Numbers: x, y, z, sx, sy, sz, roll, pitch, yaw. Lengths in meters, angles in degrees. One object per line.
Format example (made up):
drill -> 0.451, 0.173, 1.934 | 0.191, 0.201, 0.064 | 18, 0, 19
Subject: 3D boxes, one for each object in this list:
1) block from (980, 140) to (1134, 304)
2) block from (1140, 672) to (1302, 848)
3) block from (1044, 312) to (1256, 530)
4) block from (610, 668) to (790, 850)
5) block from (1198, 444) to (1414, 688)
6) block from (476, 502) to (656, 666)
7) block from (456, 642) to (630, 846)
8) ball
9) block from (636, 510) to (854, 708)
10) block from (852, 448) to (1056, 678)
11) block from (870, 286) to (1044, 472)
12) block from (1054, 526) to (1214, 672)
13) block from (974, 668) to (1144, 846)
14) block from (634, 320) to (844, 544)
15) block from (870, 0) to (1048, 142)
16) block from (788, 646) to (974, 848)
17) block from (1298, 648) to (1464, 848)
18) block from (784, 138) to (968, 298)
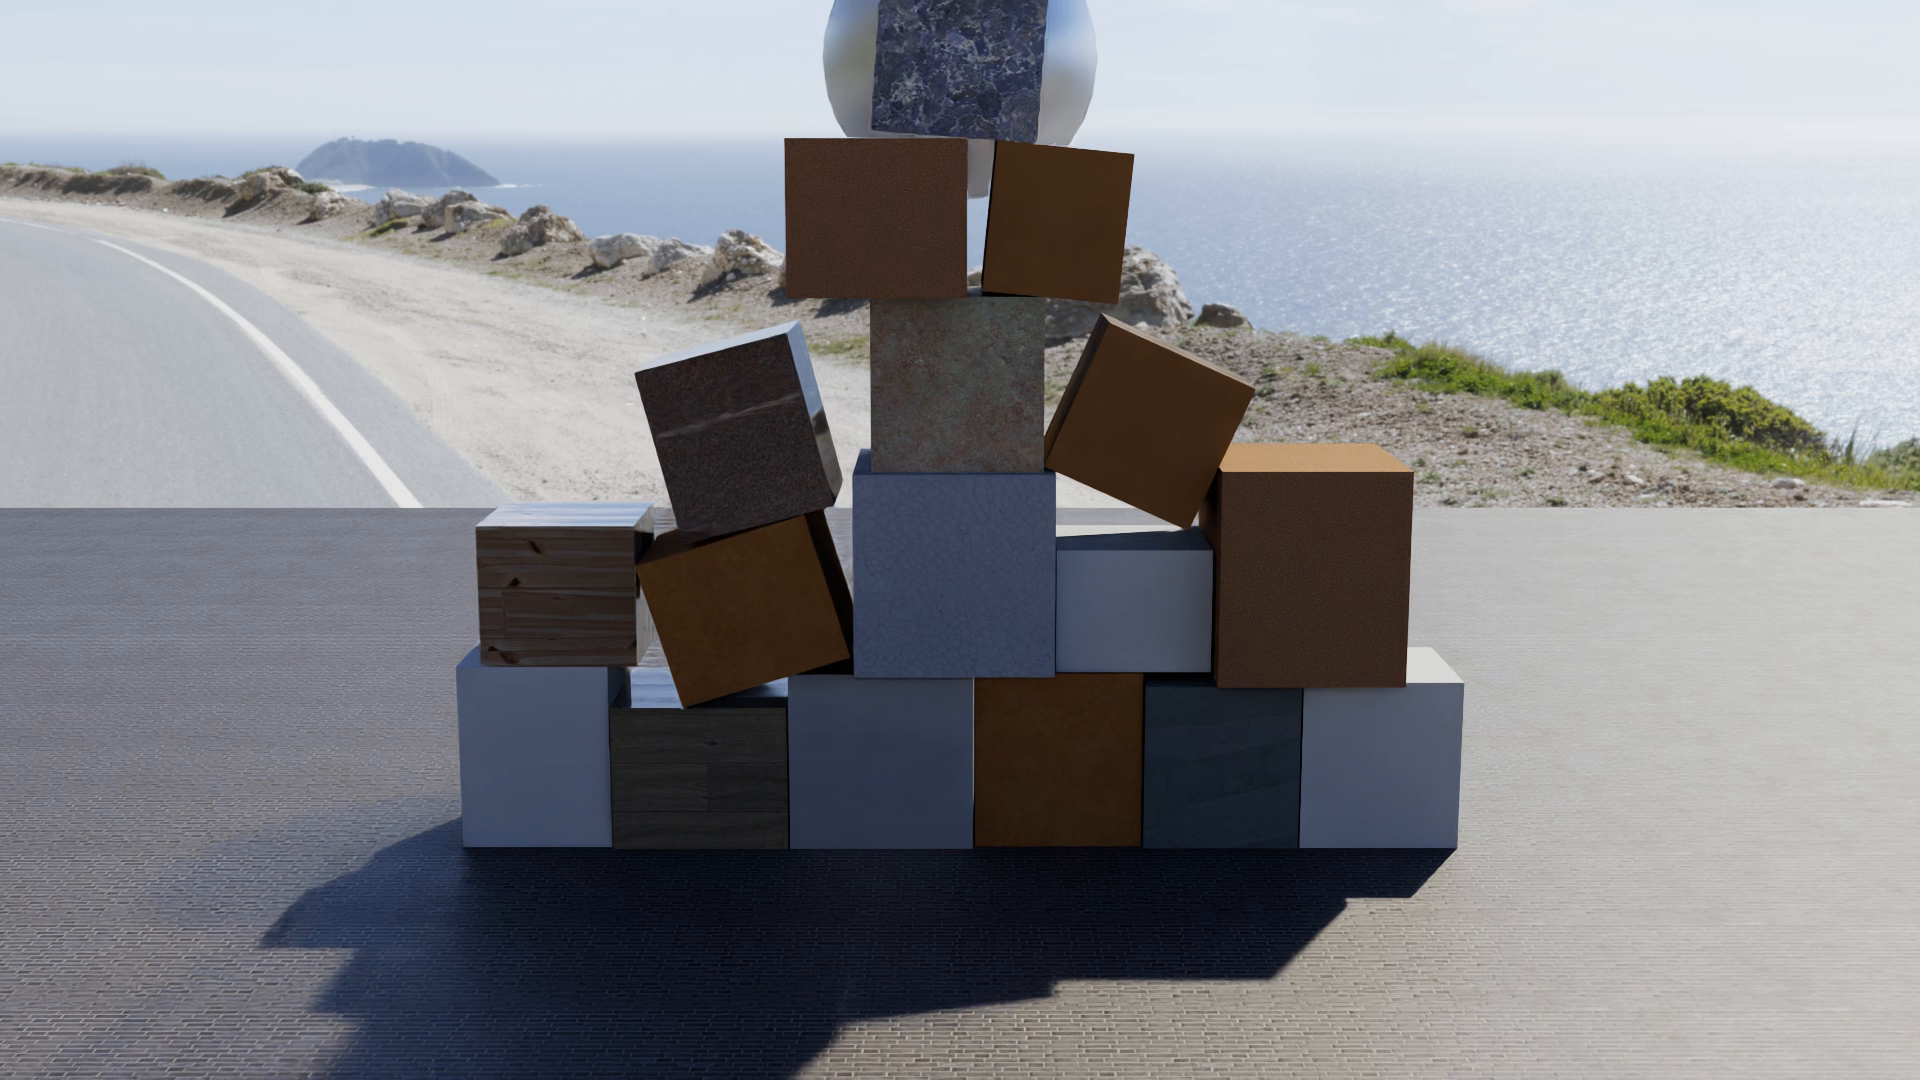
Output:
block -> 0.469, -1.583, 10.876 | 0.655, 0.716, 0.774 | 6, 10, -1
block -> 1.308, 1.065, 11.375 | 0.775, 0.835, 0.821 | 0, 10, 0
block -> 0.924, -0.607, 11.054 | 0.784, 0.768, 0.672 | 24, 9, -4
block -> -1.300, 1.116, 11.387 | 0.877, 0.730, 0.856 | 0, 10, 0
block -> 1.729, 0.108, 11.199 | 0.924, 1.071, 1.007 | 0, 10, 0
block -> -1.991, 0.214, 11.212 | 0.775, 0.707, 0.739 | 0, 10, 0
block -> -2.124, 1.021, 11.352 | 0.751, 0.930, 0.748 | 0, 10, 0
ball -> 0.000, -2.784, 12.782 | 1.600, 1.600, 1.600 | 0, 10, 0
block -> -1.064, 0.275, 11.223 | 0.868, 0.744, 0.904 | -17, 10, 3
block -> -0.028, 0.098, 11.192 | 0.988, 1.007, 0.934 | 0, 10, 0
block -> -0.013, -0.820, 11.041 | 0.844, 0.853, 0.777 | 0, 10, 0
block -> 0.863, 0.291, 11.253 | 0.773, 0.617, 0.715 | 0, 10, 0
block -> 0.493, 1.034, 11.382 | 0.835, 0.892, 0.782 | 0, 10, 0
block -> -1.093, -0.559, 11.072 | 0.764, 0.871, 0.841 | -14, 10, 3
block -> 0.000, -2.364, 10.745 | 0.790, 0.776, 0.778 | 4, 10, -1
block -> -0.394, 1.033, 11.373 | 0.918, 0.898, 0.842 | 0, 10, 0
block -> 2.103, 1.058, 11.354 | 0.794, 0.855, 0.771 | 0, 10, 0
block -> -0.397, -1.605, 10.873 | 0.862, 0.751, 0.924 | 0, 10, 0
